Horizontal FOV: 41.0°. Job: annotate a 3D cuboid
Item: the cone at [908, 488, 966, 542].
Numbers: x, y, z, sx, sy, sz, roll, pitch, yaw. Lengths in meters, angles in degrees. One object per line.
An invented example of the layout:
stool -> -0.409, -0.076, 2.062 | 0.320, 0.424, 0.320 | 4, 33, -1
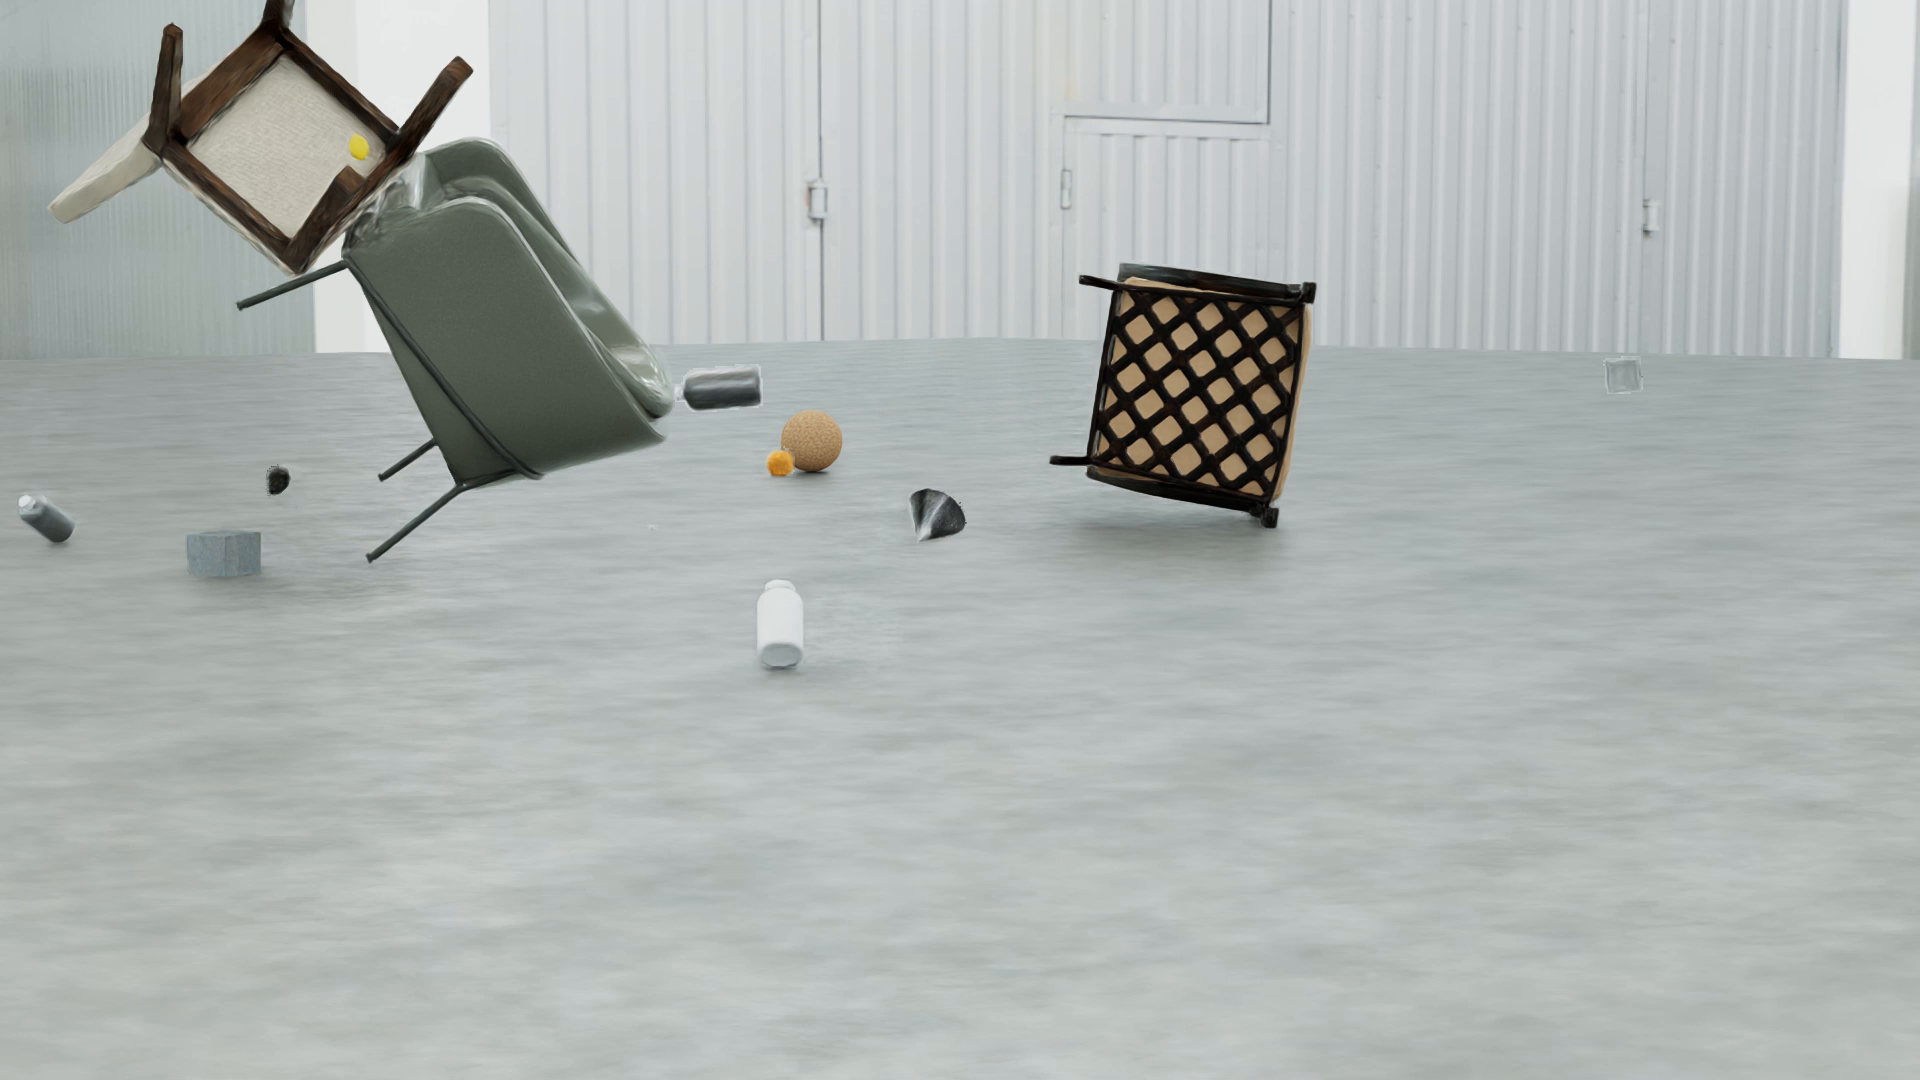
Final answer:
cone -> -0.081, -0.032, 6.407 | 0.155, 0.154, 0.115 | 7, 42, 25

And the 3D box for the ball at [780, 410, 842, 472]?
ball -> -0.499, -0.333, 8.630 | 0.209, 0.209, 0.209 | 0, 6, 0

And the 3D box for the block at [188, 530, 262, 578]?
block -> -1.632, 0.029, 5.693 | 0.102, 0.089, 0.121 | 3, 6, 24

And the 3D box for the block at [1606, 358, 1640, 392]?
block -> 1.525, -0.378, 5.898 | 0.067, 0.071, 0.037 | -4, 8, 24
